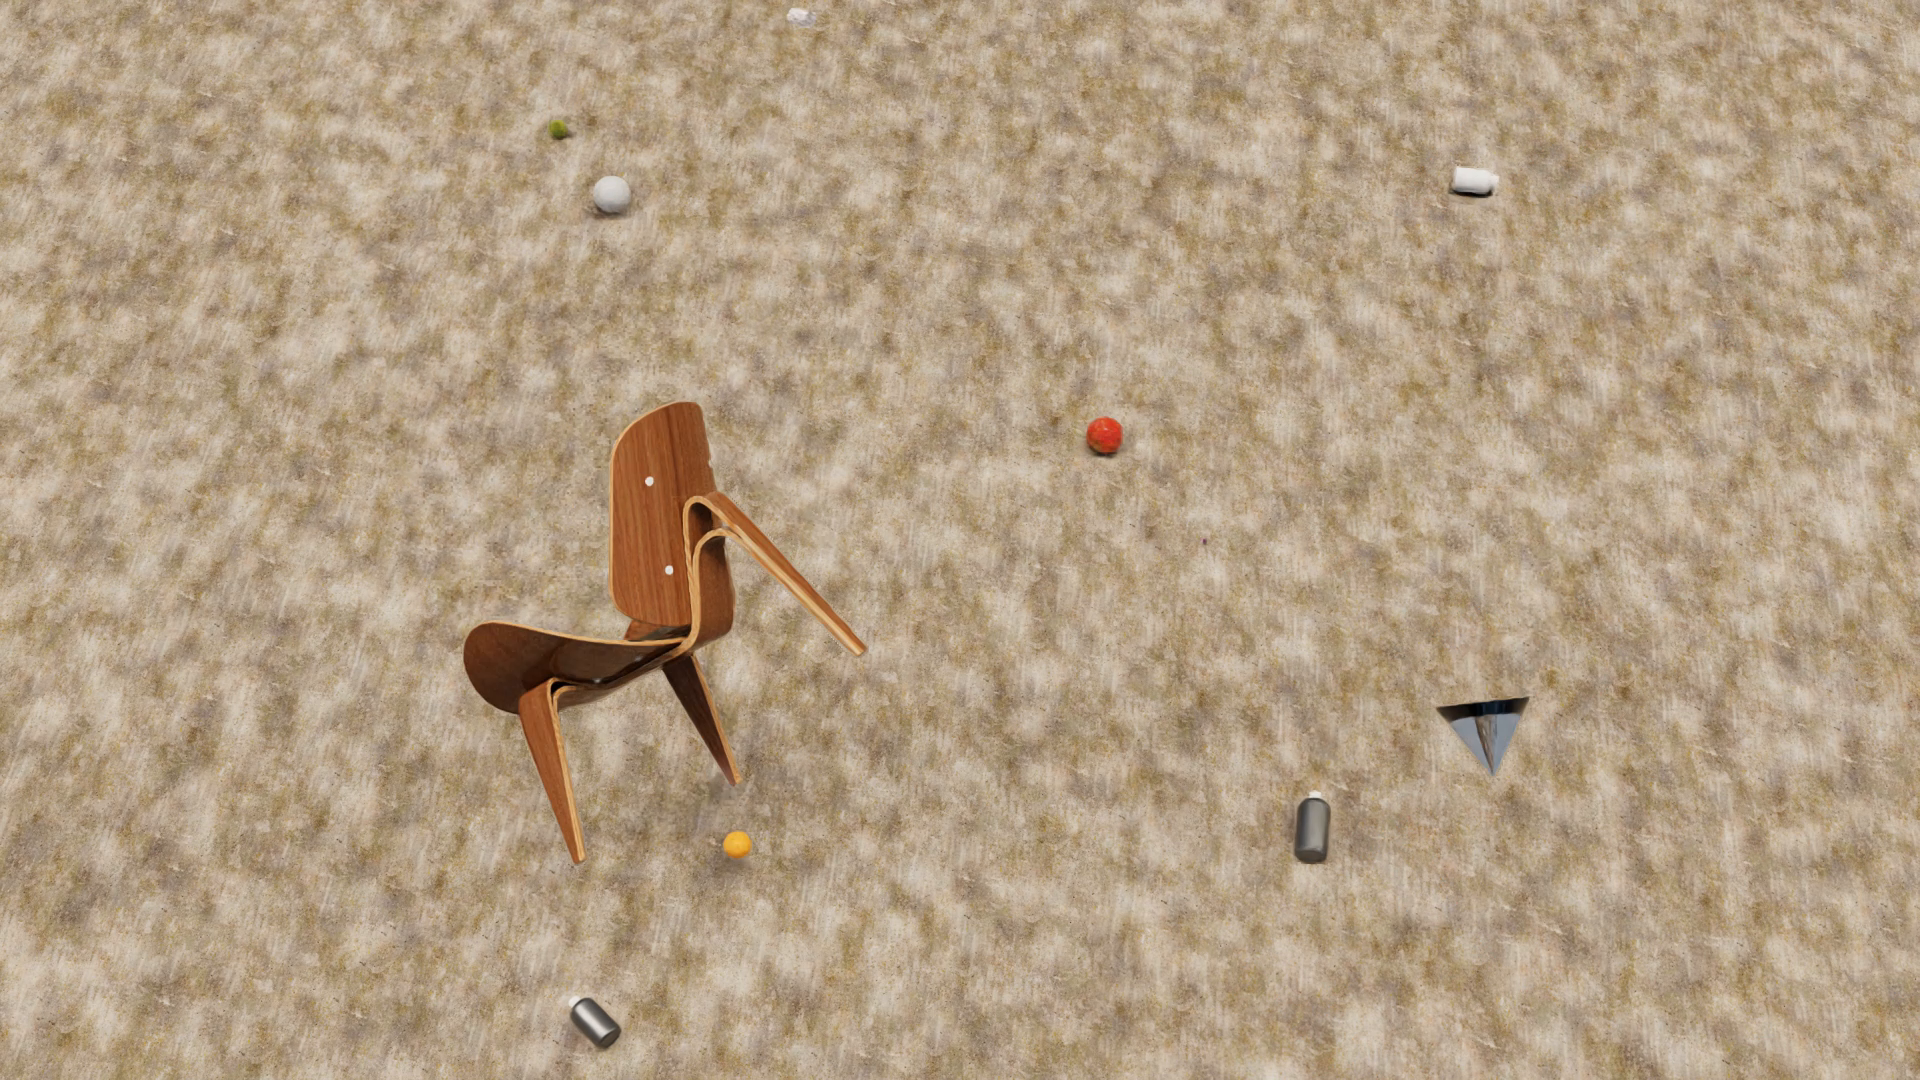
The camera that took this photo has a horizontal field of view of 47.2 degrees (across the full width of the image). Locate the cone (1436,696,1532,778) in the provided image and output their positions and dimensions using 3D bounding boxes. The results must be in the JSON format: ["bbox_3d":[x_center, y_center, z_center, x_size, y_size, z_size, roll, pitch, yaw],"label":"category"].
[{"bbox_3d":[1.315,0.498,5.476,0.237,0.197,0.189,-8,84,12],"label":"cone"}]

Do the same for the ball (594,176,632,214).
[{"bbox_3d":[-1.149,-1.142,7.266,0.124,0.124,0.124,0,56,0],"label":"ball"}]

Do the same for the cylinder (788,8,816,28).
[{"bbox_3d":[-0.534,-1.766,7.437,0.071,0.052,0.066,22,33,32],"label":"cylinder"}]
